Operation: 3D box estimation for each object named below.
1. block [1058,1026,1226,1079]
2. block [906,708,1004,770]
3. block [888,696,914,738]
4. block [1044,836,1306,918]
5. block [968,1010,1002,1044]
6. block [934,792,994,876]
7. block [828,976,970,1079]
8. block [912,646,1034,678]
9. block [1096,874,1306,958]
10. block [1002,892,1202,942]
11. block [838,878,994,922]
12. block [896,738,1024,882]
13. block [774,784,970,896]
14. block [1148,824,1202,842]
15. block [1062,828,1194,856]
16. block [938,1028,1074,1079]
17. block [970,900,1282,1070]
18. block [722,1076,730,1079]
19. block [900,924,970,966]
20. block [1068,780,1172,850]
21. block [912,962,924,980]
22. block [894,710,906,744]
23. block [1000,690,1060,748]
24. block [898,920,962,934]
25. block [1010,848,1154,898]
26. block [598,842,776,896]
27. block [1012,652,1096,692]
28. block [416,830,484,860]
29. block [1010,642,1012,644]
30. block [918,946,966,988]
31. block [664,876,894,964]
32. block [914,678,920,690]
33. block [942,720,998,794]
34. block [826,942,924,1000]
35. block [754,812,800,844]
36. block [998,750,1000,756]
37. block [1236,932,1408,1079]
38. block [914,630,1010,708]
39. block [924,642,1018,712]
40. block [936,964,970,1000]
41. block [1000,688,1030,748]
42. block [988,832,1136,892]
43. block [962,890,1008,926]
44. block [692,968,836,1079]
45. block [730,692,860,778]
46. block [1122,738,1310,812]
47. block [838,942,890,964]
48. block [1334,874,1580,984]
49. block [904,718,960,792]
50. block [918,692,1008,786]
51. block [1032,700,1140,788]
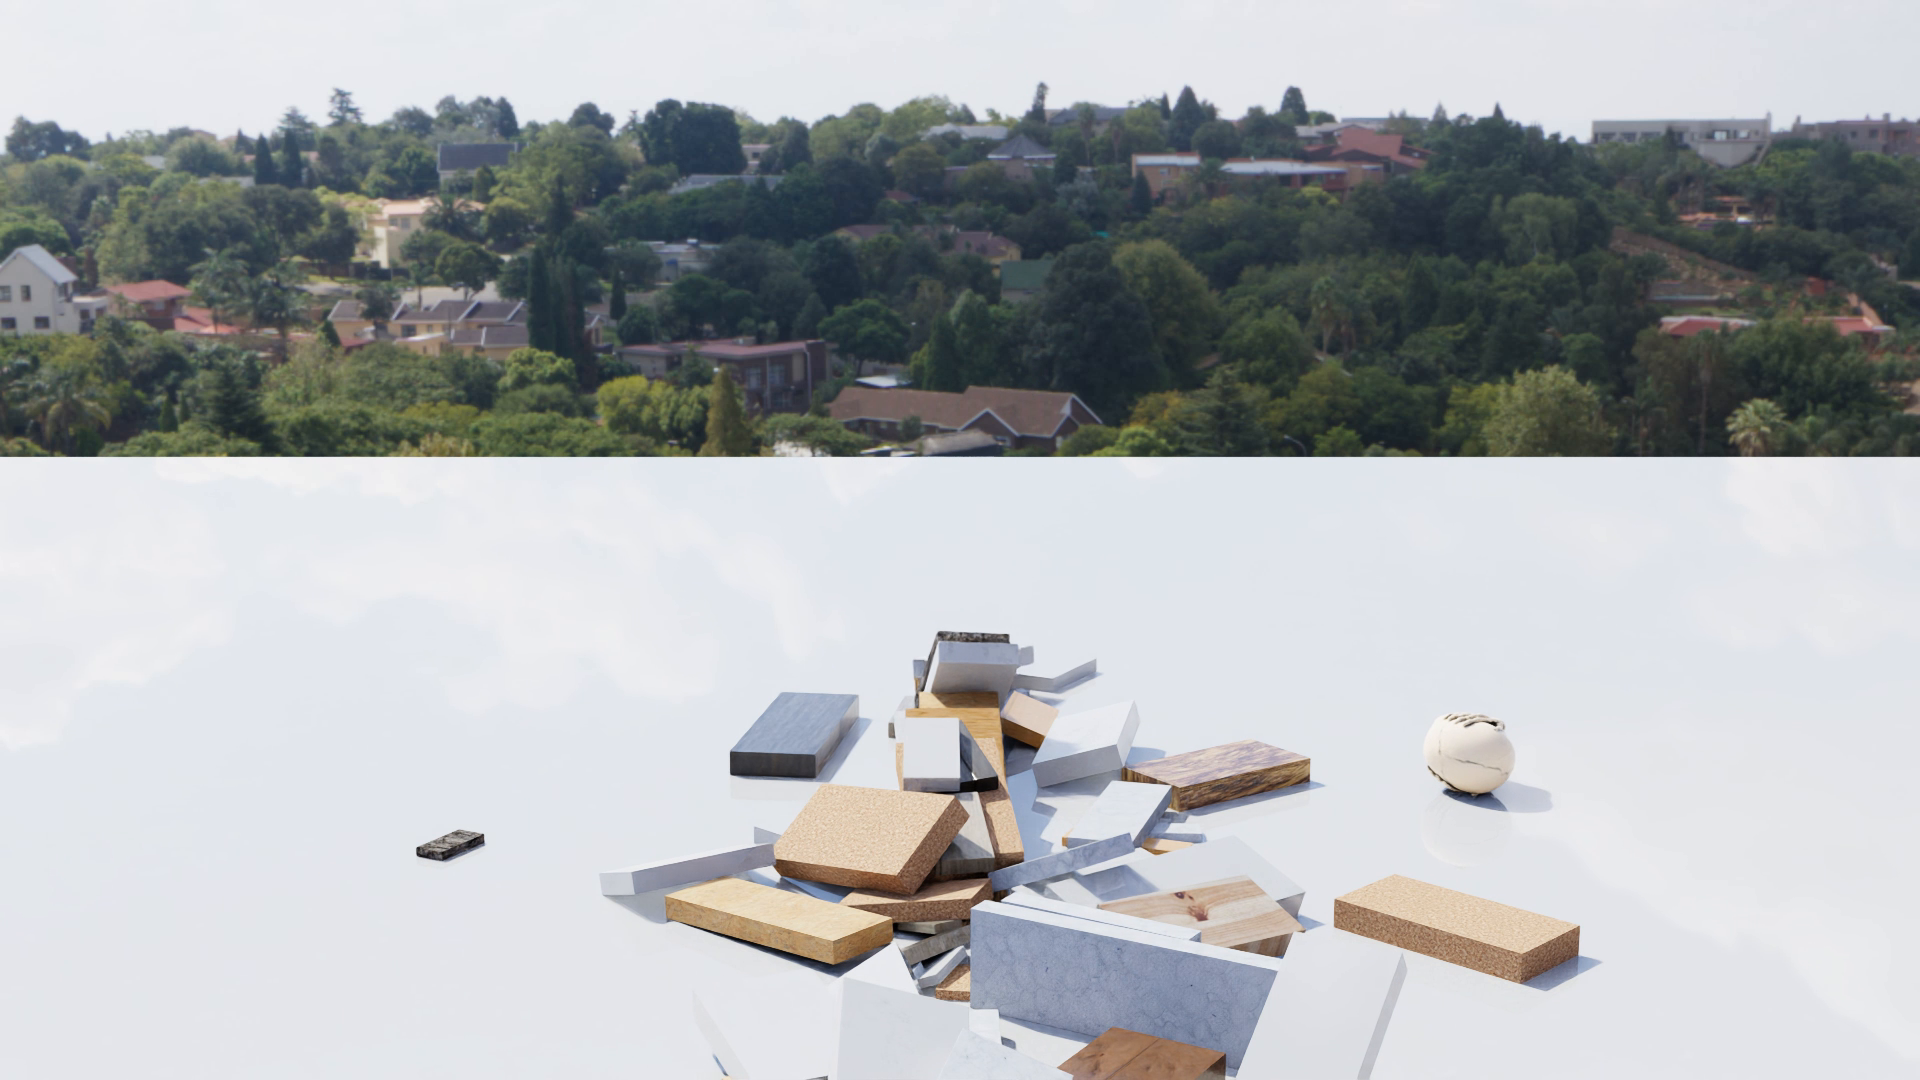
[{"bbox_3d":[0.192,0.723,2.824,0.169,0.048,0.338,6,12,31],"label":"block"},{"bbox_3d":[-0.009,0.429,4.053,0.177,0.050,0.355,0,29,-2],"label":"block"},{"bbox_3d":[-0.079,0.379,4.715,0.114,0.032,0.228,1,11,7],"label":"block"},{"bbox_3d":[0.340,0.571,3.479,0.419,0.048,0.169,-7,32,-39],"label":"block"},{"bbox_3d":[-0.010,0.702,2.961,0.132,0.037,0.265,0,11,-1],"label":"block"},{"bbox_3d":[-0.005,0.484,3.640,0.096,0.027,0.193,-3,27,-7],"label":"block"},{"bbox_3d":[-0.076,0.678,2.705,0.169,0.048,0.338,15,24,-7],"label":"block"},{"bbox_3d":[0.032,0.269,4.879,0.144,0.041,0.289,-1,3,30],"label":"block"},{"bbox_3d":[0.363,0.589,3.341,0.298,0.042,0.149,-4,30,-35],"label":"block"},{"bbox_3d":[0.199,0.609,3.151,0.301,0.151,0.043,7,12,31],"label":"block"},{"bbox_3d":[-0.072,0.580,3.525,0.228,0.032,0.114,-6,6,18],"label":"block"},{"bbox_3d":[-0.005,0.459,3.775,0.177,0.050,0.355,-3,27,-7],"label":"block"},{"bbox_3d":[-0.157,0.494,3.659,0.344,0.049,0.172,-2,41,48],"label":"block"},{"bbox_3d":[0.376,0.527,3.963,0.115,0.016,0.058,0,11,2],"label":"block"},{"bbox_3d":[0.296,0.539,3.897,0.225,0.016,0.058,4,11,22],"label":"block"},{"bbox_3d":[0.018,0.715,2.582,0.149,0.042,0.359,22,25,8],"label":"block"},{"bbox_3d":[0.280,0.628,3.049,0.588,0.151,0.043,6,11,30],"label":"block"},{"bbox_3d":[-0.175,0.731,2.809,0.132,0.037,0.265,-9,14,-39],"label":"block"},{"bbox_3d":[-0.055,0.622,3.340,0.164,0.023,0.082,-11,-10,-47],"label":"block"},{"bbox_3d":[0.291,0.503,3.962,0.114,0.032,0.352,3,11,16],"label":"block"},{"bbox_3d":[-0.091,0.653,3.236,0.052,0.015,0.103,-22,5,17],"label":"block"},{"bbox_3d":[-0.072,0.409,4.361,0.108,0.030,0.215,-4,29,-3],"label":"block"},{"bbox_3d":[0.143,0.378,4.625,0.108,0.030,0.215,23,13,5],"label":"block"},{"bbox_3d":[-0.048,0.607,3.470,0.051,0.015,0.103,-4,-2,-36],"label":"block"},{"bbox_3d":[0.240,0.578,3.552,0.302,0.043,0.151,-9,24,-42],"label":"block"},{"bbox_3d":[-0.455,0.550,3.681,0.262,0.037,0.131,-7,-4,-34],"label":"block"},{"bbox_3d":[0.216,0.306,5.108,0.114,0.032,0.228,6,12,29],"label":"block"},{"bbox_3d":[-0.902,0.540,3.894,0.058,0.016,0.115,5,12,27],"label":"block"},{"bbox_3d":[0.081,0.285,5.221,0.114,0.032,0.228,-1,11,-6],"label":"block"},{"bbox_3d":[-0.033,0.640,3.286,0.052,0.015,0.104,-21,5,27],"label":"block"},{"bbox_3d":[-0.290,0.597,3.476,0.380,0.037,0.131,6,12,41],"label":"block"},{"bbox_3d":[0.007,0.309,4.937,0.144,0.041,0.289,-3,3,15],"label":"block"},{"bbox_3d":[-0.011,0.382,3.843,0.096,0.027,0.193,-8,28,-17],"label":"block"},{"bbox_3d":[-0.115,0.654,3.048,0.132,0.037,0.265,-33,15,-4],"label":"block"},{"bbox_3d":[-0.227,0.534,3.866,0.262,0.037,0.131,10,15,44],"label":"block"},{"bbox_3d":[-0.013,0.483,3.840,0.177,0.050,0.355,0,27,-2],"label":"block"},{"bbox_3d":[0.452,0.645,2.805,0.149,0.042,0.298,6,48,30],"label":"block"},{"bbox_3d":[0.001,0.278,4.511,0.144,0.041,0.333,3,-27,-9],"label":"block"},{"bbox_3d":[0.016,0.294,4.449,0.158,0.045,0.316,2,-27,-7],"label":"block"},{"bbox_3d":[-0.003,0.657,3.268,0.052,0.015,0.103,1,11,8],"label":"block"},{"bbox_3d":[0.054,0.397,4.622,0.108,0.030,0.576,2,11,9],"label":"block"},{"bbox_3d":[0.161,0.517,3.524,0.114,0.032,0.228,-9,-10,-42],"label":"block"},{"bbox_3d":[0.039,0.599,3.556,0.082,0.023,0.164,0,11,-3],"label":"block"},{"bbox_3d":[-0.231,0.664,2.914,0.169,0.048,0.338,-6,13,-20],"label":"block"},{"bbox_3d":[-0.337,0.400,4.559,0.172,0.049,0.472,1,11,8],"label":"block"},{"bbox_3d":[0.498,0.454,4.268,0.338,0.048,0.169,-7,13,-35],"label":"block"},{"bbox_3d":[-0.161,0.633,3.399,0.103,0.015,0.051,-6,12,-28],"label":"block"},{"bbox_3d":[0.776,0.606,3.450,0.169,0.048,0.338,-10,15,-44],"label":"block"},{"bbox_3d":[-0.049,0.370,3.804,0.096,0.027,0.193,0,27,-1],"label":"block"},{"bbox_3d":[0.003,0.401,4.294,0.158,0.045,0.316,0,29,-3],"label":"block"},{"bbox_3d":[0.256,0.405,4.403,0.172,0.049,0.344,-15,7,13],"label":"block"}]
